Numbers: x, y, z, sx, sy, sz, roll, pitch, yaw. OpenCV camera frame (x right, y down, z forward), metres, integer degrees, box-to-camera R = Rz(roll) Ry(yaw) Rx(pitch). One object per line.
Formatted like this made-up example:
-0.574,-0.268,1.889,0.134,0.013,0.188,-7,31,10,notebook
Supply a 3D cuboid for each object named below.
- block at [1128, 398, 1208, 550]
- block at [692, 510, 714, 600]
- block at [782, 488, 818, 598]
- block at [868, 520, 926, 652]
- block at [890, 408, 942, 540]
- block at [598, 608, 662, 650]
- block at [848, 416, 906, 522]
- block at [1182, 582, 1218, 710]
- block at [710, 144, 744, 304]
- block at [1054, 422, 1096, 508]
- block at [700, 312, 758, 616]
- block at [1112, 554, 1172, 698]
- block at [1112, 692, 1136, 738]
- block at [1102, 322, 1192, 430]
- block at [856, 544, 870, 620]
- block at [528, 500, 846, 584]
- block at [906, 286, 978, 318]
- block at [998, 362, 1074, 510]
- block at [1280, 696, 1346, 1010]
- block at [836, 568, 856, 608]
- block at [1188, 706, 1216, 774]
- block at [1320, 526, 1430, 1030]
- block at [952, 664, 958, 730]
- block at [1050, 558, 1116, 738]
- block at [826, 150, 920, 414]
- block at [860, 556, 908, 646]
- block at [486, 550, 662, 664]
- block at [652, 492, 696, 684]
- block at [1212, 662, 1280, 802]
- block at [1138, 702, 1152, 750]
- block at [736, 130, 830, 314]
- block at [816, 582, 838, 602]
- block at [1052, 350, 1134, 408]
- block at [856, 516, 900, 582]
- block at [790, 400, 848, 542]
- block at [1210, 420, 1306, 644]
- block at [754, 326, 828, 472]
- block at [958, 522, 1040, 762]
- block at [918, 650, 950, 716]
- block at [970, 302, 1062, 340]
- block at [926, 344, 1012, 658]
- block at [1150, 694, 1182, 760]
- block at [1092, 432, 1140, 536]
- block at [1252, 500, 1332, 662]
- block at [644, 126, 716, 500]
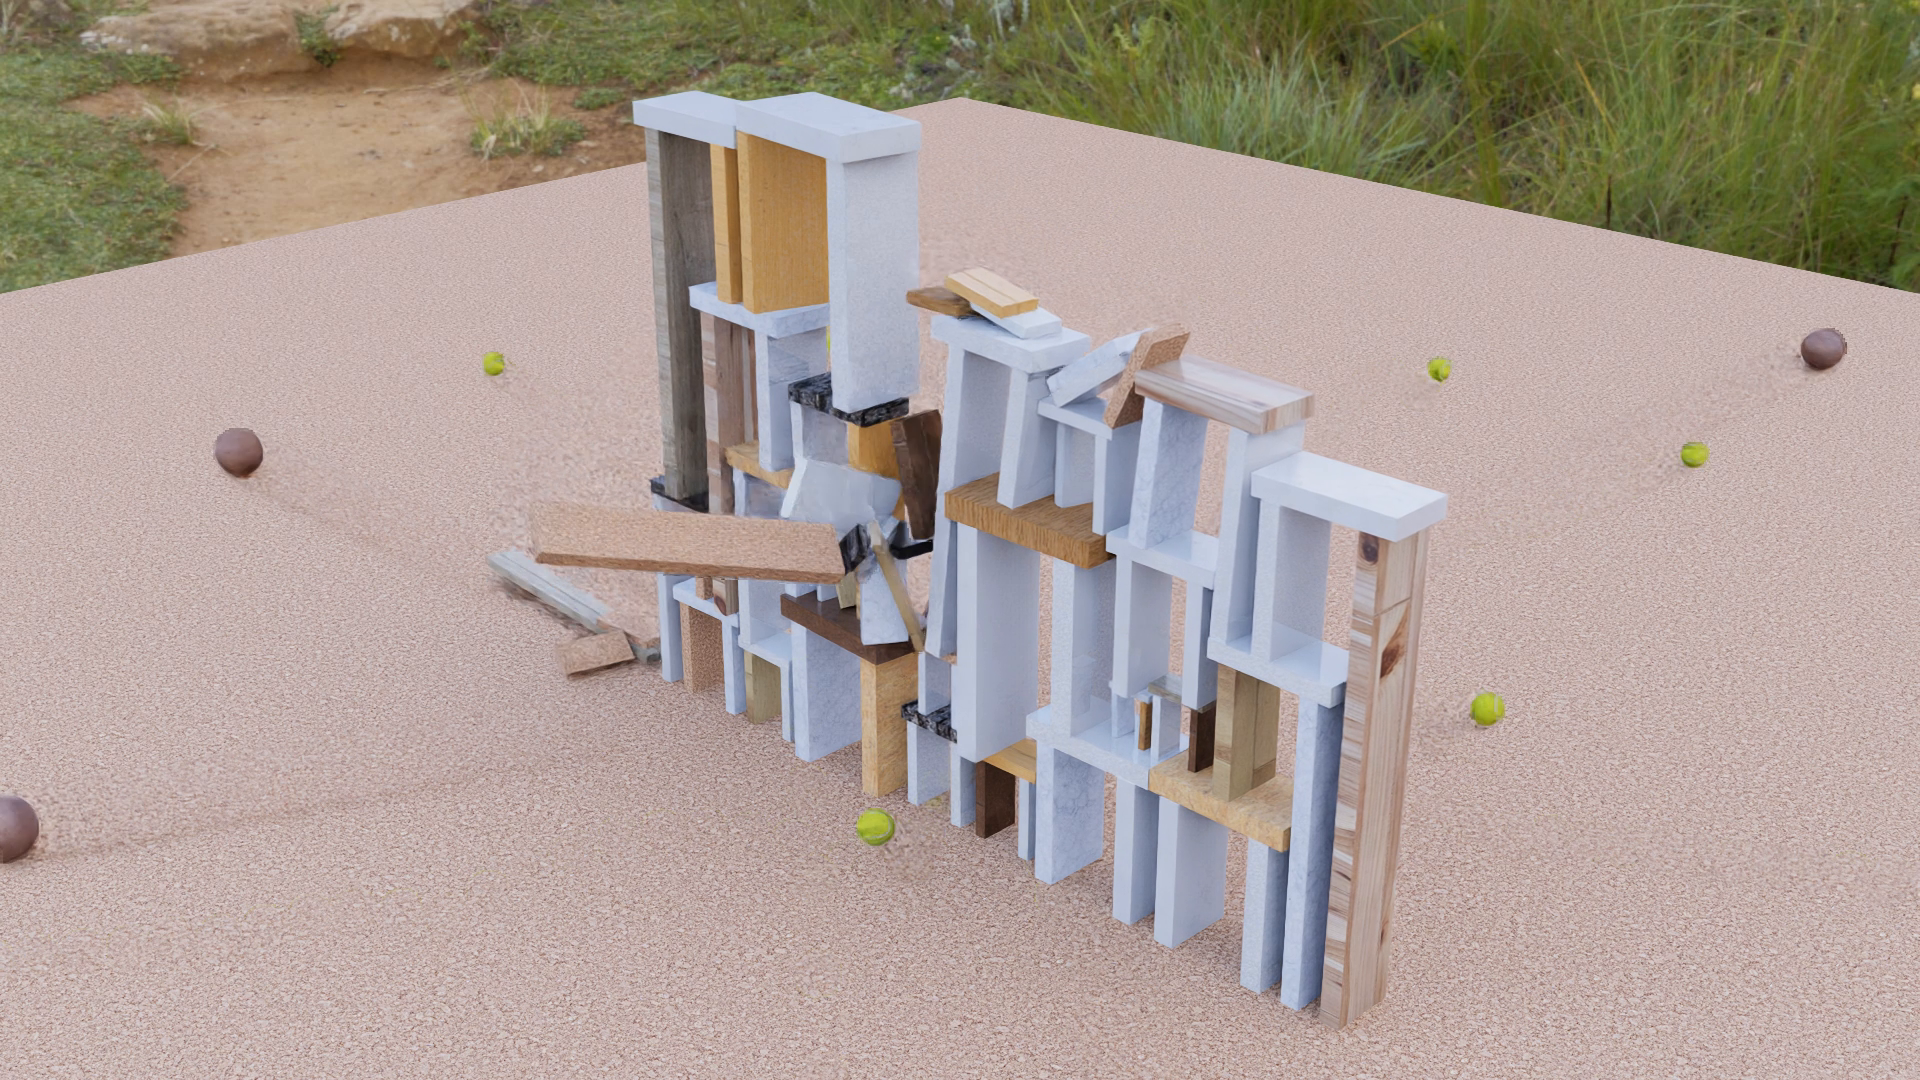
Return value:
0.361,-0.130,3.784,0.039,0.274,0.137,26,34,36,block
-0.532,0.019,4.809,0.103,0.207,0.029,-21,31,-40,block
-0.310,-0.010,4.556,0.033,0.235,0.117,21,31,41,block
-0.121,0.091,4.222,0.018,0.322,0.063,-16,47,5,block
-0.066,-0.127,4.257,0.033,0.233,0.117,-4,12,38,block
-0.764,0.208,5.156,0.163,0.023,0.081,22,29,32,block
-0.162,-0.135,4.328,0.114,0.229,0.032,-20,29,-38,block
0.441,0.165,3.833,0.034,0.238,0.119,21,31,40,block
-0.414,-0.645,4.398,0.160,0.319,0.045,-20,29,-38,block
0.221,-0.154,3.994,0.091,0.183,0.026,-12,27,-26,block
-0.465,-0.171,4.660,0.042,0.674,0.147,21,31,40,block
0.328,0.138,3.940,0.034,0.272,0.119,21,31,39,block
0.300,0.311,4.037,0.048,0.095,0.014,-20,27,-39,block
0.318,-0.281,3.760,0.098,0.196,0.028,-20,56,-38,block
-0.166,0.068,4.440,0.090,0.181,0.026,-18,28,-36,block
-0.490,0.006,3.994,0.578,0.033,0.117,5,51,-26,block
-0.018,-0.442,4.070,0.082,0.023,0.165,-14,22,-33,block
0.144,-0.205,3.988,0.140,0.279,0.040,-21,39,-40,block
0.619,0.518,3.766,0.130,0.604,0.037,-21,31,-41,block
-0.230,0.083,4.509,0.053,0.106,0.015,-11,-6,-24,block
0.434,0.348,3.906,0.061,0.122,0.017,-19,30,-37,block
0.686,0.395,3.652,0.140,0.921,0.040,-21,31,-41,block
0.015,0.299,4.332,0.020,0.140,0.070,22,31,40,block
0.247,0.172,4.039,0.050,0.351,0.176,21,31,40,block
-0.163,-0.500,4.179,0.179,0.494,0.051,-20,30,-38,block
-0.150,0.114,4.329,0.090,0.181,0.026,-5,19,-12,block
-0.921,0.155,5.297,0.650,0.023,0.081,26,31,38,block
-0.629,0.096,4.948,0.104,0.458,0.029,-21,31,-41,block
0.498,0.312,3.812,0.130,0.261,0.037,-21,31,-40,block
0.346,0.331,3.991,0.014,0.095,0.048,22,31,40,block
-0.340,-0.635,4.325,0.179,0.358,0.051,-12,26,-27,block
-0.269,0.069,4.532,0.053,0.106,0.015,-17,27,-34,block
0.257,-0.287,3.834,0.098,0.028,0.196,-20,-5,-39,block
-0.158,0.017,4.224,0.018,0.063,0.126,27,49,8,block
-0.279,-0.142,4.453,0.114,0.314,0.032,-20,27,-39,block
0.497,-0.023,3.677,0.137,0.386,0.039,-17,32,-35,block
-0.339,-0.295,4.465,0.147,0.293,0.042,-18,29,-37,block
0.074,0.174,4.210,0.050,0.489,0.175,21,31,40,block
-0.051,0.273,4.392,0.020,0.140,0.070,22,31,40,block
0.100,-0.406,3.947,0.082,0.023,0.165,-16,34,-32,block
0.019,-0.083,4.173,0.140,0.646,0.040,-21,37,-40,block
0.372,0.329,3.956,0.017,0.126,0.061,21,31,40,block
0.279,-0.106,3.883,0.091,0.183,0.026,-19,30,-37,block
0.551,0.050,3.642,0.140,0.280,0.040,-20,30,-38,block
-0.562,-0.481,4.625,0.160,0.798,0.045,-20,30,-39,block
